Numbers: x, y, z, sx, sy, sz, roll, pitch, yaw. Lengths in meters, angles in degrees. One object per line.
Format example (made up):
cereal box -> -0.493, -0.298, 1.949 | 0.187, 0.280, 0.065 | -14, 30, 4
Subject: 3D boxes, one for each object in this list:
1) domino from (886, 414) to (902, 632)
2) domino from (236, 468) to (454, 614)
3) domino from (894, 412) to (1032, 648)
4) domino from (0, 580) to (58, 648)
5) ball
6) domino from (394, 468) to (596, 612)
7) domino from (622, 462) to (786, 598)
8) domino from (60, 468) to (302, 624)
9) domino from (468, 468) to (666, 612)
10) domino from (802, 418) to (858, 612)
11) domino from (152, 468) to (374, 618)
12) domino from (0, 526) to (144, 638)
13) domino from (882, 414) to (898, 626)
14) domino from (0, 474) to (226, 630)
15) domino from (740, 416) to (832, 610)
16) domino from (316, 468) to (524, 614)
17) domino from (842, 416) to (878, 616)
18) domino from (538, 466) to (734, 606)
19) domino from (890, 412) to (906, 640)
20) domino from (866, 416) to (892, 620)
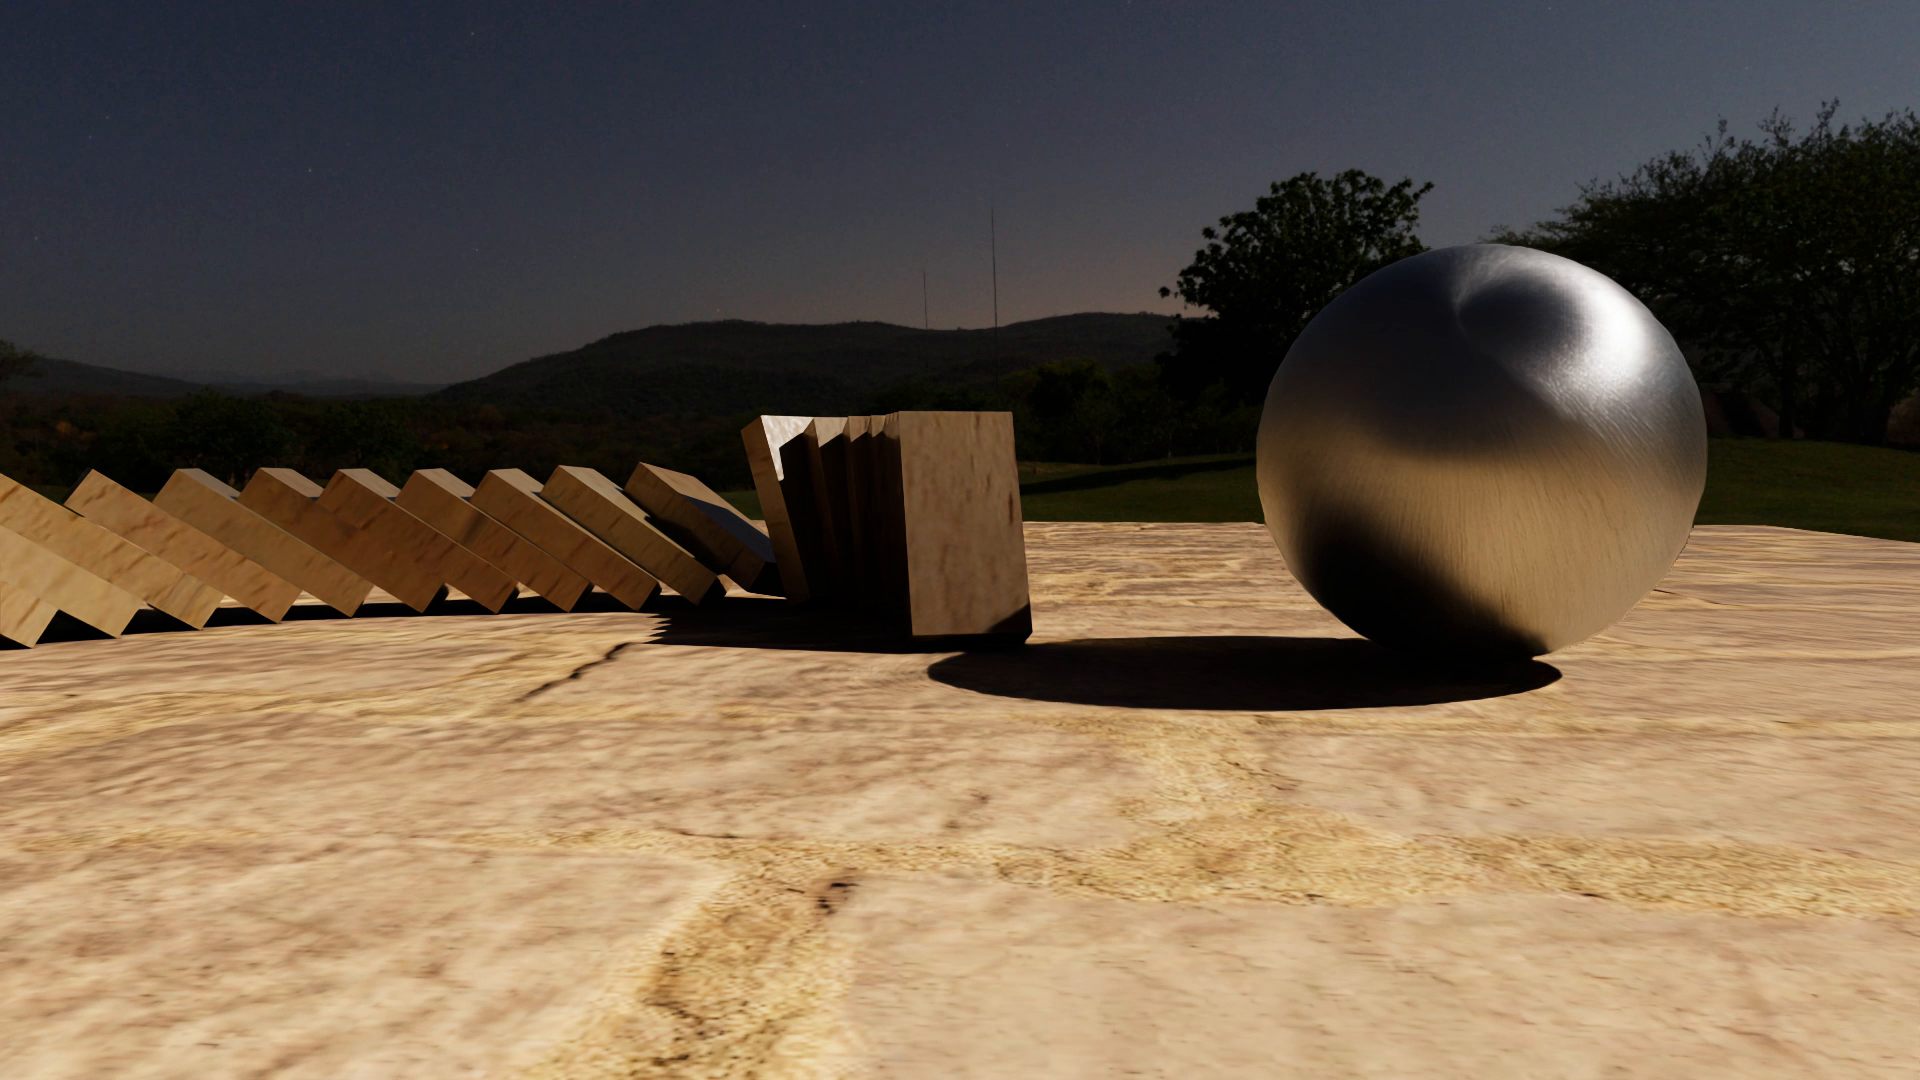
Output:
domino -> -0.003, -0.004, 0.295 | 0.025, 0.050, 0.009 | -1, -20, -10
domino -> -0.153, 0.000, 0.324 | 0.050, 0.010, 0.025 | 34, -4, -11
domino -> 0.000, -0.003, 0.275 | 0.025, 0.050, 0.010 | -1, -20, -10
domino -> -0.213, 0.005, 0.257 | 0.025, 0.010, 0.050 | 3, -29, 31
ball -> 0.098, -0.016, 0.247 | 0.080, 0.080, 0.080 | 0, 4, 0
domino -> -0.118, 0.000, 0.332 | 0.050, 0.010, 0.025 | 34, 0, -8
domino -> -0.066, -0.002, 0.349 | 0.050, 0.010, 0.025 | 35, 8, 23
domino -> -0.183, 0.001, 0.302 | 0.050, 0.010, 0.025 | 40, -20, -31
domino -> -0.100, 0.000, 0.335 | 0.050, 0.010, 0.025 | 34, 2, -5
domino -> -0.024, -0.007, 0.336 | 0.025, 0.050, 0.010 | -2, -20, -28
domino -> -0.169, 0.000, 0.317 | 0.050, 0.009, 0.025 | 35, -9, -19
domino -> -0.205, 0.004, 0.274 | 0.025, 0.010, 0.050 | 3, -30, 39
domino -> -0.004, -0.005, 0.305 | 0.025, 0.050, 0.009 | -1, -20, -10
domino -> -0.195, 0.003, 0.289 | 0.025, 0.009, 0.050 | 5, -29, 47
domino -> -0.039, -0.008, 0.340 | 0.025, 0.050, 0.010 | -4, -18, -46
domino -> -0.135, 0.000, 0.327 | 0.050, 0.009, 0.025 | 34, -3, -10
domino -> -0.015, -0.007, 0.325 | 0.025, 0.050, 0.009 | -1, -20, -16
domino -> -0.084, -0.001, 0.339 | 0.050, 0.009, 0.025 | 34, 3, 3
domino -> -0.001, -0.004, 0.285 | 0.025, 0.050, 0.010 | -1, -20, -10
domino -> -0.009, -0.006, 0.315 | 0.025, 0.050, 0.010 | -1, -20, -11
